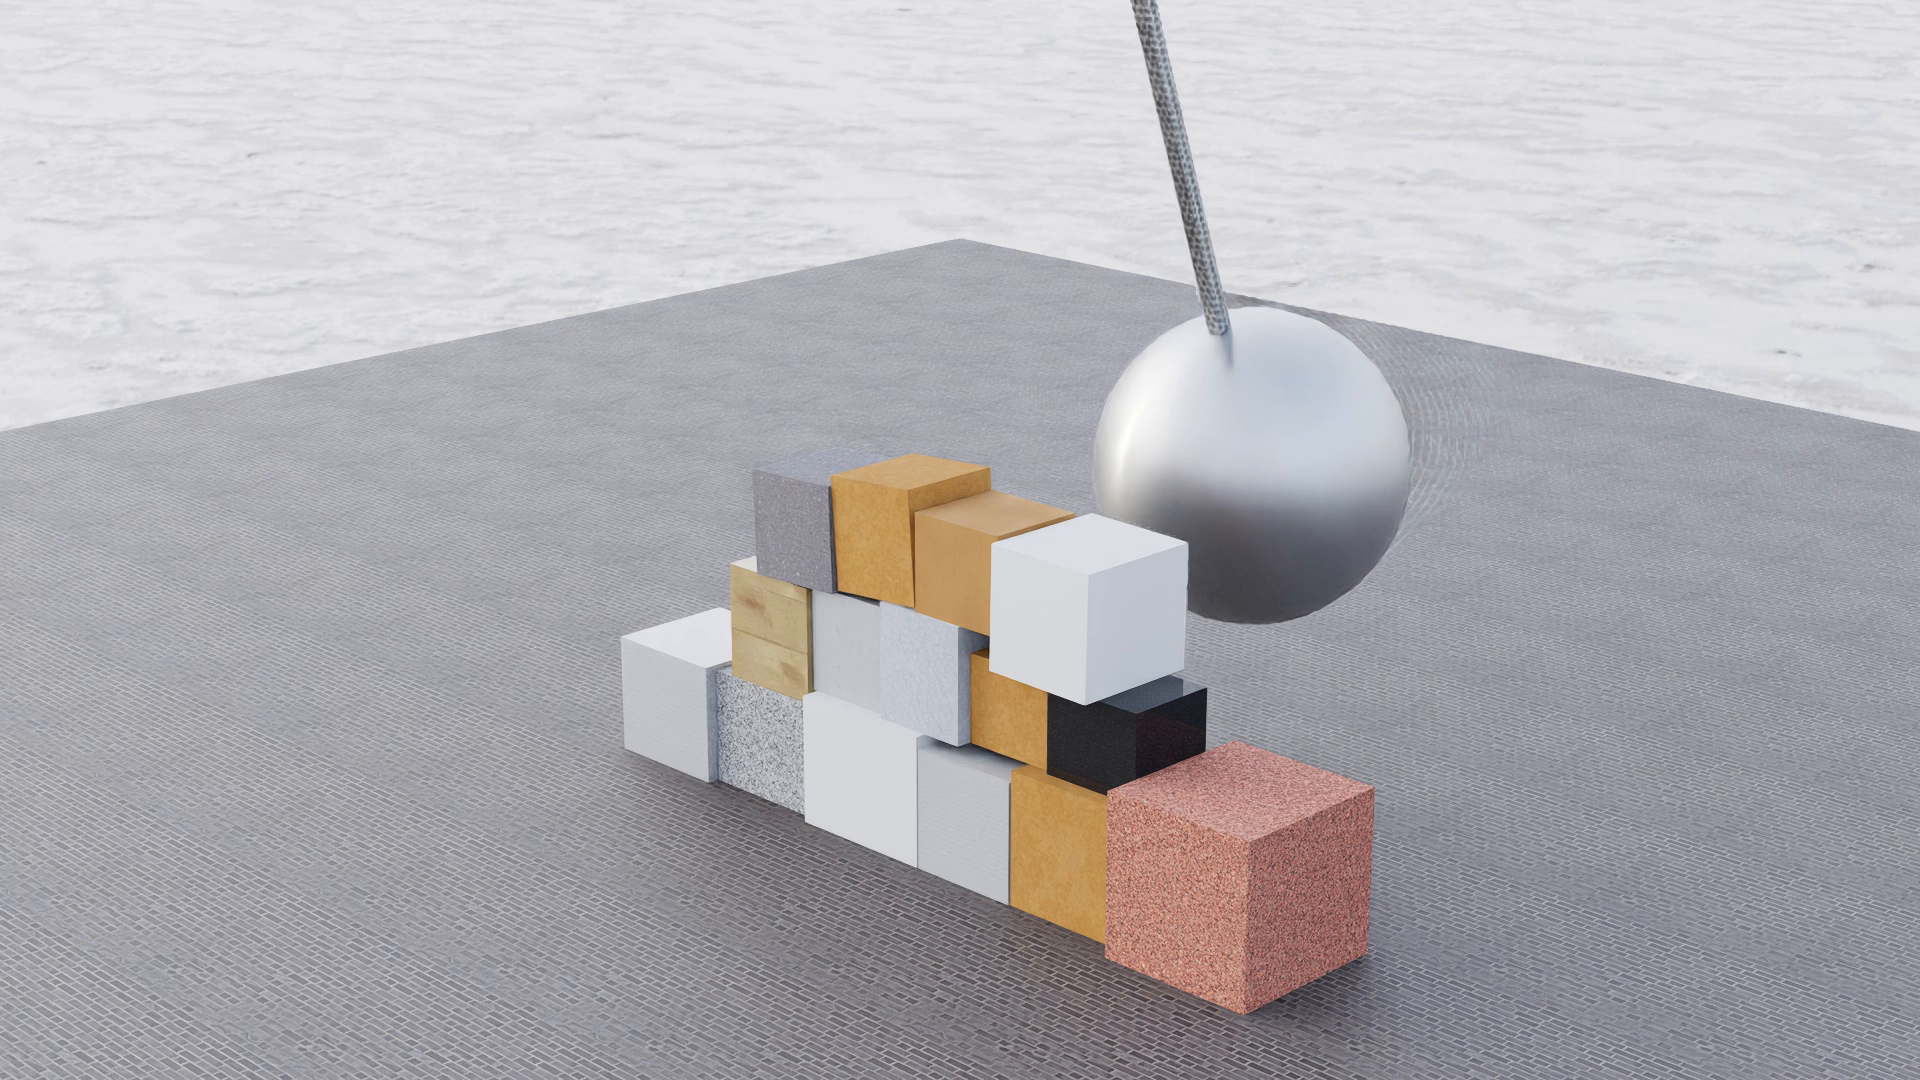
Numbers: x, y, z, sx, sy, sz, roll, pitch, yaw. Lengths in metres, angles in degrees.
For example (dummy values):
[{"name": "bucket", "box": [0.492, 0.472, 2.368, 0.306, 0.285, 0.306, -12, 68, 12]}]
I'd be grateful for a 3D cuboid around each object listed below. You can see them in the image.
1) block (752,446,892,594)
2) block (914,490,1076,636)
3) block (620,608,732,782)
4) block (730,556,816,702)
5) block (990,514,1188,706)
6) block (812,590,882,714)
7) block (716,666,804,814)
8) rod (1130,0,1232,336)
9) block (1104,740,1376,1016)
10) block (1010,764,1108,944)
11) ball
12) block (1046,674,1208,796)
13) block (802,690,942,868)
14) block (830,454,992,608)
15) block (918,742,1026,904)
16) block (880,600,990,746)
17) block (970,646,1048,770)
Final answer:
[{"name": "block", "box": [-0.591, -0.100, 13.918, 0.556, 0.518, 0.531, -17, 22, -42]}, {"name": "block", "box": [0.157, 0.102, 13.181, 0.500, 0.471, 0.514, -17, 24, -42]}, {"name": "block", "box": [-1.247, 0.775, 14.873, 0.652, 0.602, 0.660, -17, 24, -42]}, {"name": "block", "box": [-0.733, 0.391, 14.219, 0.518, 0.577, 0.550, -17, 24, -42]}, {"name": "block", "box": [0.563, 0.293, 12.838, 0.643, 0.590, 0.572, -17, 25, -42]}, {"name": "block", "box": [-0.340, 0.459, 13.862, 0.508, 0.523, 0.496, -17, 24, -42]}, {"name": "block", "box": [-0.742, 0.926, 14.438, 0.594, 0.576, 0.685, -17, 24, -42]}, {"name": "rod", "box": [0.636, -3.166, 13.013, 0.080, 5.200, 0.080, 17, 44, 42]}, {"name": "block", "box": [1.192, 1.423, 12.527, 0.835, 0.773, 0.773, -17, 24, -42]}, {"name": "block", "box": [0.691, 1.327, 13.042, 0.661, 0.648, 0.651, -17, 24, -42]}, {"name": "ball", "box": [1.467, -0.372, 14.762, 1.600, 1.600, 1.600, 0, 17, 0]}, {"name": "block", "box": [0.728, 0.835, 12.822, 0.461, 0.423, 0.519, -17, 24, -42]}, {"name": "block", "box": [-0.244, 1.056, 13.910, 0.642, 0.644, 0.768, -17, 24, -42]}, {"name": "block", "box": [-0.214, -0.051, 13.550, 0.527, 0.549, 0.512, -17, 20, -42]}, {"name": "block", "box": [0.241, 1.226, 13.462, 0.649, 0.588, 0.575, -17, 24, -42]}, {"name": "block", "box": [0.007, 0.549, 13.499, 0.550, 0.571, 0.503, -17, 24, -42]}, {"name": "block", "box": [0.370, 0.720, 13.178, 0.419, 0.429, 0.496, -17, 24, -42]}]
